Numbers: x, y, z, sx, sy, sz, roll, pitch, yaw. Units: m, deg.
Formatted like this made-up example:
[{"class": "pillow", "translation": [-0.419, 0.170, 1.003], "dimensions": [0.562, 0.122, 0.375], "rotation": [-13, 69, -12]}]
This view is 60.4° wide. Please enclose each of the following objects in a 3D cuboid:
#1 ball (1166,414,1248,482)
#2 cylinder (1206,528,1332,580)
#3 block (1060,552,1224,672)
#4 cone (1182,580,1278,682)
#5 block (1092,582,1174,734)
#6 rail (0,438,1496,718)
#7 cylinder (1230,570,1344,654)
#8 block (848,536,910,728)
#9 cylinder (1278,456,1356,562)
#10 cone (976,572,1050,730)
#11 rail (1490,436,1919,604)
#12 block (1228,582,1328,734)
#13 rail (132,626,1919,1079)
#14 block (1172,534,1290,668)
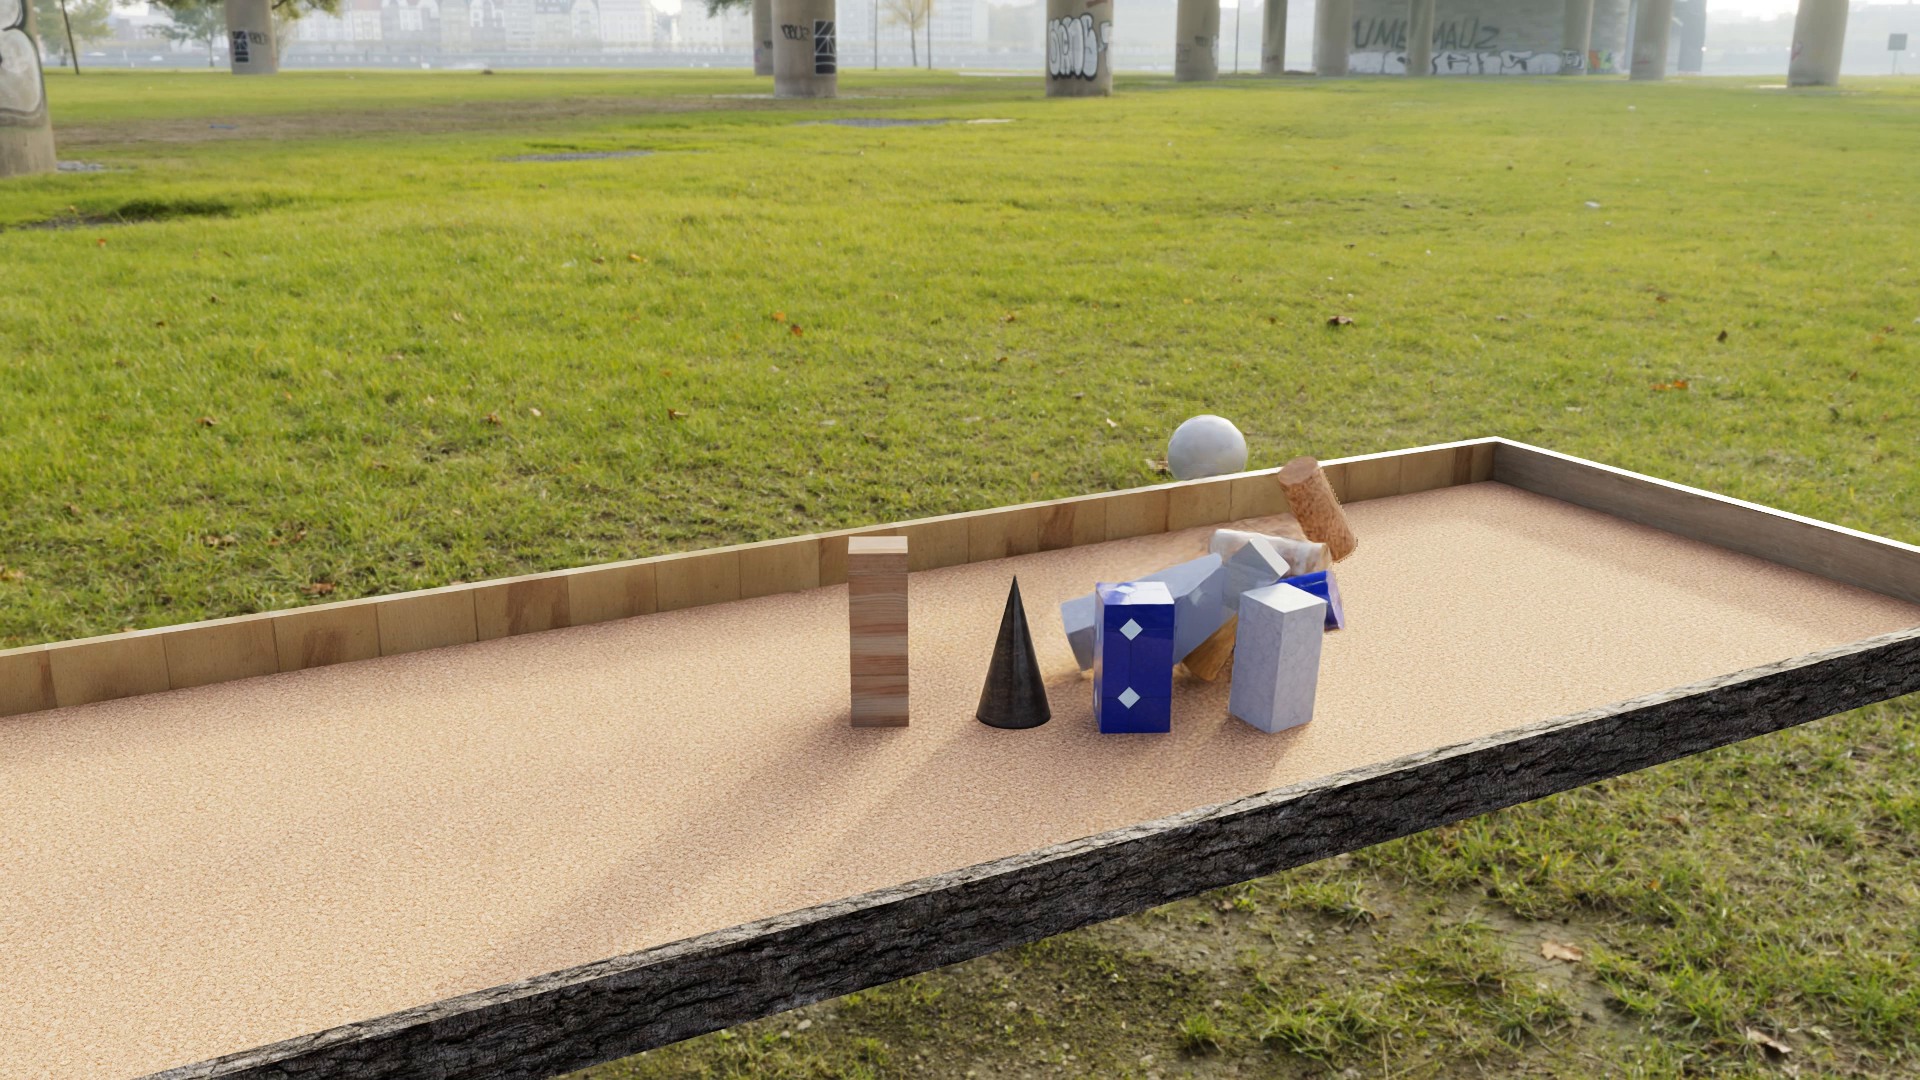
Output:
[{"class": "ball", "translation": [0.891, -0.307, 5.948], "dimensions": [0.289, 0.289, 0.289], "rotation": [0, 16, 0]}, {"class": "cylinder", "translation": [0.907, 0.066, 4.849], "dimensions": [0.326, 0.157, 0.157], "rotation": [9, 19, 29]}, {"class": "block", "translation": [0.483, 0.183, 4.197], "dimensions": [0.427, 0.130, 0.130], "rotation": [-19, 32, 8]}, {"class": "cone", "translation": [0.692, 0.198, 4.099], "dimensions": [0.114, 0.327, 0.114], "rotation": [34, 22, -16]}, {"class": "block", "translation": [0.404, 0.274, 3.862], "dimensions": [0.161, 0.316, 0.161], "rotation": [-1, 16, -2]}, {"class": "rail", "translation": [-3.305, 0.497, 3.399], "dimensions": [12.000, 0.150, 0.050], "rotation": [-9, 18, -27]}, {"class": "cylinder", "translation": [0.798, 0.190, 4.249], "dimensions": [0.342, 0.158, 0.158], "rotation": [-14, 11, 21]}, {"class": "block", "translation": [-0.189, 0.215, 3.869], "dimensions": [0.135, 0.425, 0.135], "rotation": [-1, 16, -2]}, {"class": "cylinder", "translation": [1.093, -0.093, 5.054], "dimensions": [0.129, 0.320, 0.129], "rotation": [-24, 30, 15]}, {"class": "cone", "translation": [0.128, 0.246, 3.885], "dimensions": [0.179, 0.356, 0.179], "rotation": [0, 16, 0]}, {"class": "rail", "translation": [2.466, -0.048, 5.253], "dimensions": [0.050, 0.150, 2.100], "rotation": [-9, 18, -27]}, {"class": "block", "translation": [0.742, 0.275, 3.863], "dimensions": [0.140, 0.305, 0.140], "rotation": [-11, 24, -34]}, {"class": "rail", "translation": [-2.336, 1.006, 1.665], "dimensions": [12.000, 0.150, 0.050], "rotation": [-9, 18, -27]}, {"class": "block", "translation": [0.589, 0.178, 4.018], "dimensions": [0.110, 0.454, 0.110], "rotation": [50, 24, 8]}]
